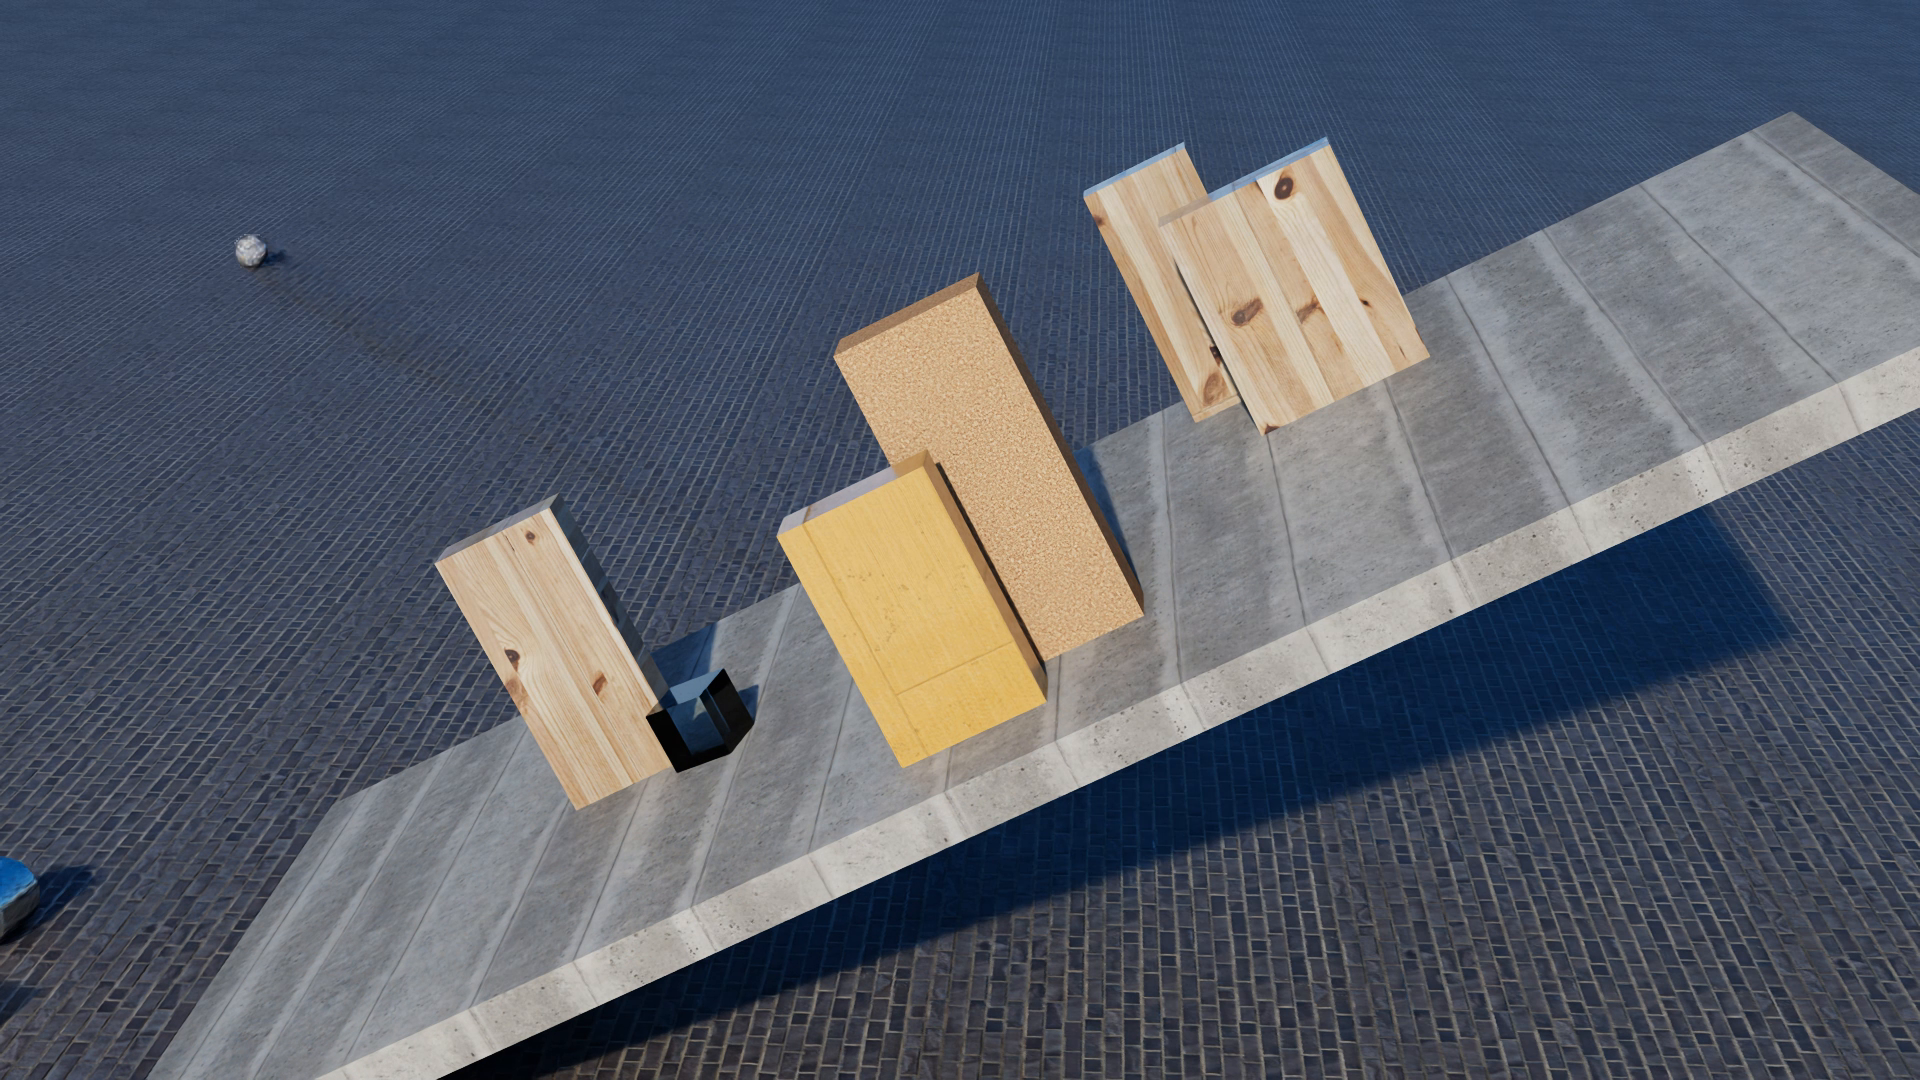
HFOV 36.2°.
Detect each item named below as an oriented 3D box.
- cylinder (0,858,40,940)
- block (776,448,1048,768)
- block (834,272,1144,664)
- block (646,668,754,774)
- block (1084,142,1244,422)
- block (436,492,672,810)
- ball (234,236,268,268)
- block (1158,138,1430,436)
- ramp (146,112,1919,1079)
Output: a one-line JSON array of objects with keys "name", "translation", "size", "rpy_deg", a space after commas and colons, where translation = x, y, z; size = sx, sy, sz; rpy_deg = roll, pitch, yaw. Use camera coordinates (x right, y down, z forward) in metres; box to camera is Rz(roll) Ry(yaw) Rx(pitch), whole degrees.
[{"name": "cylinder", "translation": [-2.301, 0.863, 6.981], "size": [0.167, 0.167, 0.167], "rpy_deg": [4, 16, 12]}, {"name": "block", "translation": [-0.086, 0.131, 5.546], "size": [0.306, 0.511, 0.124], "rpy_deg": [-25, 14, 10]}, {"name": "block", "translation": [0.062, -0.122, 5.732], "size": [0.305, 0.726, 0.147], "rpy_deg": [-25, 14, 10]}, {"name": "block", "translation": [-0.556, 0.386, 6.303], "size": [0.143, 0.143, 0.143], "rpy_deg": [-21, 15, 26]}, {"name": "block", "translation": [0.535, -0.597, 6.845], "size": [0.258, 0.594, 0.092], "rpy_deg": [-25, 14, 10]}, {"name": "block", "translation": [-0.848, 0.243, 6.361], "size": [0.282, 0.625, 0.119], "rpy_deg": [-25, 14, 10]}, {"name": "ball", "translation": [-3.538, -1.439, 14.683], "size": [0.160, 0.160, 0.160], "rpy_deg": [0, 17, 0]}, {"name": "block", "translation": [0.733, -0.555, 6.466], "size": [0.406, 0.520, 0.113], "rpy_deg": [-25, 14, 10]}, {"name": "ramp", "translation": [0.139, 0.168, 6.281], "size": [4.000, 0.100, 2.000], "rpy_deg": [-25, 14, 10]}]
